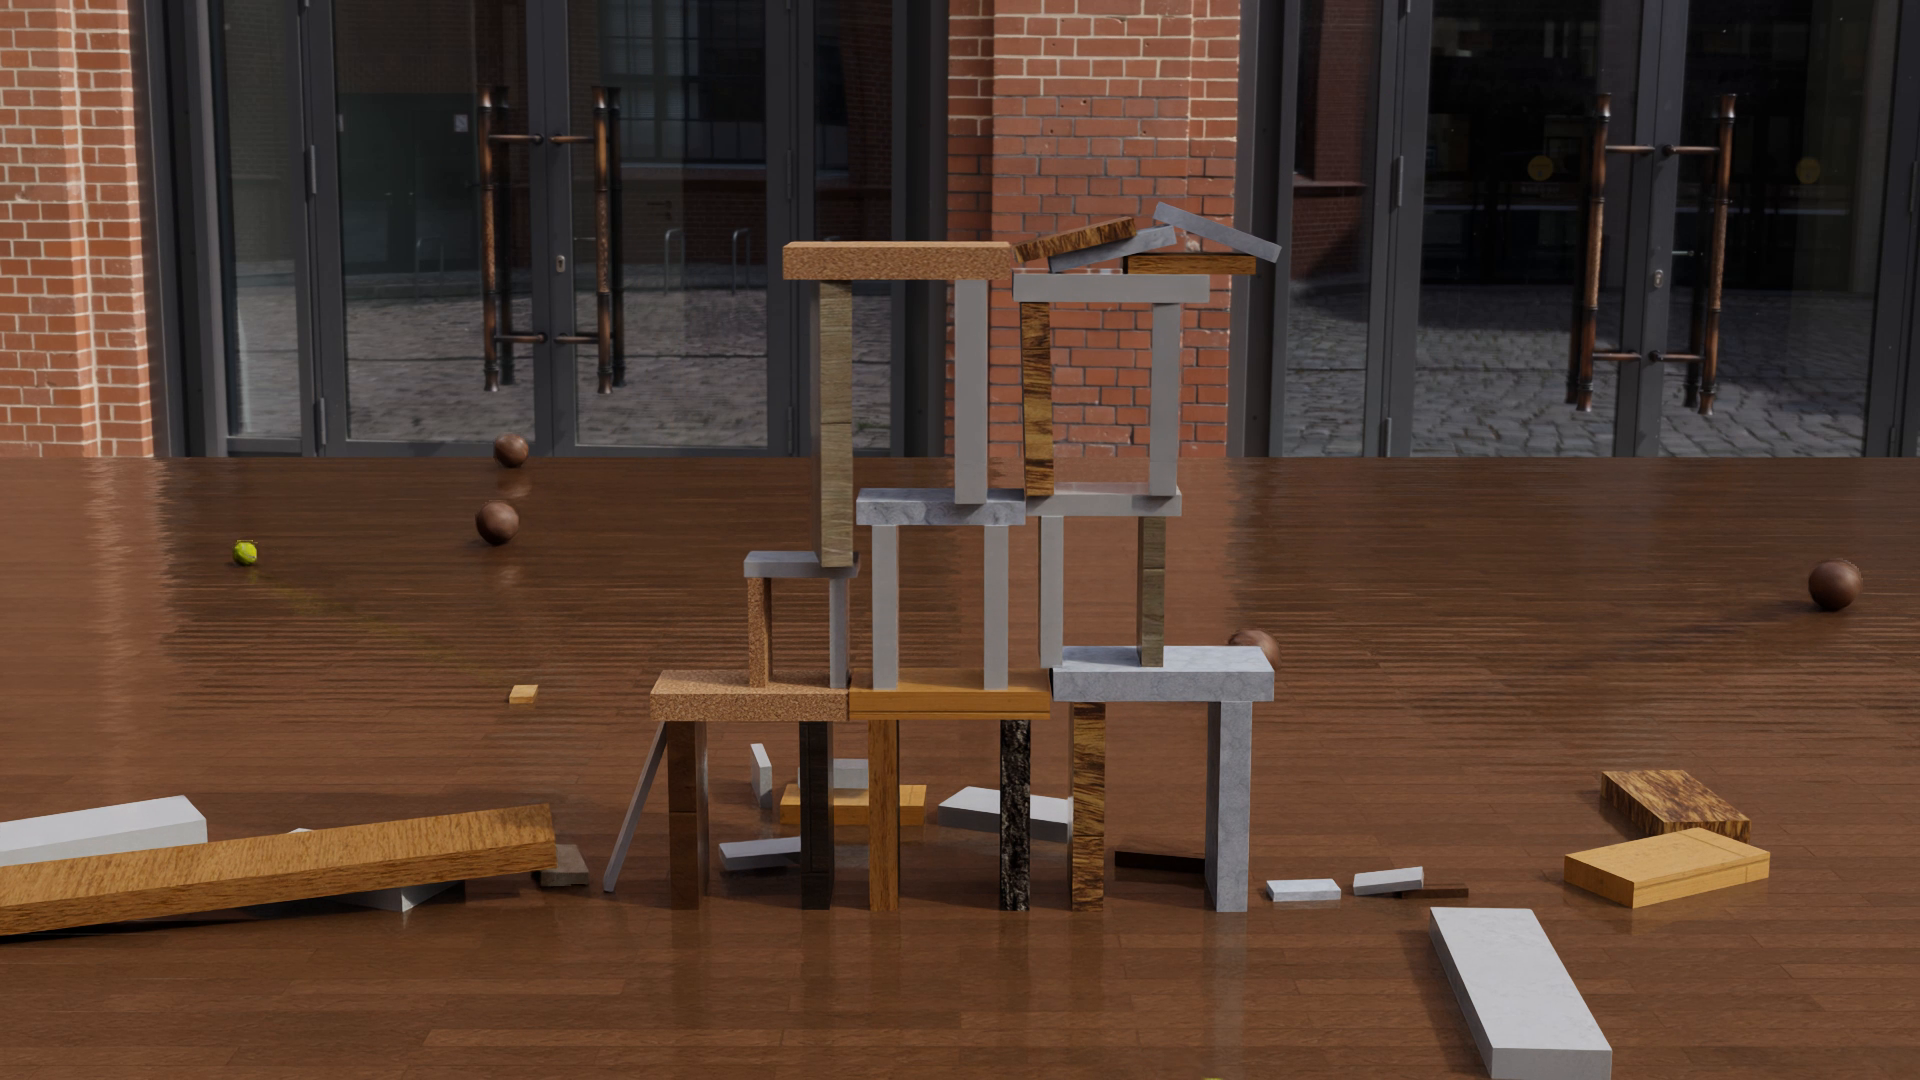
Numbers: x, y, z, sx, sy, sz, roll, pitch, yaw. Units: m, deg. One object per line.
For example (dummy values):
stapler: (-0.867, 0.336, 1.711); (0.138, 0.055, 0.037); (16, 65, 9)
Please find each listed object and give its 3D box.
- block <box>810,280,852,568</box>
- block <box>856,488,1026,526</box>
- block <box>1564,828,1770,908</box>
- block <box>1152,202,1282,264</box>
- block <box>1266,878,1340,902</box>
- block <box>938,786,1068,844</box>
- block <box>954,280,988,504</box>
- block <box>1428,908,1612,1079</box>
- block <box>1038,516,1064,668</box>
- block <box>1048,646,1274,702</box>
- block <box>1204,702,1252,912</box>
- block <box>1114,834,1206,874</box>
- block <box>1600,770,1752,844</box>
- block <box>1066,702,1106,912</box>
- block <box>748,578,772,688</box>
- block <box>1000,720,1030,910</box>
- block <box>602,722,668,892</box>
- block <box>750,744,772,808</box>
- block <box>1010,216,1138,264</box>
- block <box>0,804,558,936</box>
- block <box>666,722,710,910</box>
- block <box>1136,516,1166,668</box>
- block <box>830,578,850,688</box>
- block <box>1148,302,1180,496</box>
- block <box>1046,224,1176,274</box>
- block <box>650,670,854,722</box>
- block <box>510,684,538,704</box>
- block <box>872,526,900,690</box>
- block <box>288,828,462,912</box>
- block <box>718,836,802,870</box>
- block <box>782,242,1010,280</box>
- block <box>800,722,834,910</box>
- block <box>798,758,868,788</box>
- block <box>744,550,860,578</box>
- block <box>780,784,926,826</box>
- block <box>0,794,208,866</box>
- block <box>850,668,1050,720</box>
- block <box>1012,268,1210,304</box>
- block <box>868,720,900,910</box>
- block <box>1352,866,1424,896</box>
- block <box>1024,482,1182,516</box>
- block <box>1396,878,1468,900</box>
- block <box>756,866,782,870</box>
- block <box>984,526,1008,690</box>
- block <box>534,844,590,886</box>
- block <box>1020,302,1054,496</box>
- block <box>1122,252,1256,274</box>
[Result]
block: (-0.207, -0.197, 3.533); (0.050, 0.454, 0.175); (-1, 11, -9)
block: (-0.030, -0.054, 3.550); (0.268, 0.038, 0.134); (0, 11, 0)
block: (1.201, 0.555, 3.737); (0.316, 0.045, 0.158); (-6, 12, -28)
block: (0.409, -0.488, 3.489); (0.199, 0.028, 0.099); (22, 10, 9)
block: (0.572, 0.583, 3.663); (0.113, 0.016, 0.056); (-1, 11, -5)
block: (0.106, 0.503, 4.034); (0.263, 0.037, 0.131); (5, 12, 24)
block: (0.019, -0.245, 3.514); (0.050, 0.351, 0.176); (0, 11, 1)
block: (0.807, 0.653, 3.210); (0.158, 0.045, 0.543); (1, 11, 3)
block: (0.146, 0.073, 3.570); (0.035, 0.247, 0.123); (0, 11, 0)
block: (0.325, 0.218, 3.602); (0.353, 0.050, 0.176); (0, 11, 0)
block: (0.443, 0.416, 3.639); (0.050, 0.353, 0.176); (0, 11, 0)
block: (0.372, 0.547, 3.825); (0.189, 0.027, 0.095); (3, 11, 15)
block: (1.319, 0.493, 4.067); (0.158, 0.045, 0.316); (-1, 11, -4)
block: (0.208, 0.416, 3.639); (0.050, 0.353, 0.176); (0, 11, 0)
block: (-0.326, 0.142, 3.593); (0.026, 0.182, 0.091); (1, 11, 3)
block: (0.091, 0.432, 3.638); (0.046, 0.322, 0.161); (0, 11, 0)
block: (-0.538, 0.436, 3.681); (0.015, 0.313, 0.053); (19, 6, -14)
block: (-0.380, 0.450, 4.206); (0.023, 0.080, 0.159); (-2, 11, -11)
block: (0.177, -0.471, 3.449); (0.189, 0.027, 0.094); (-13, 10, 0)
block: (-1.283, 0.551, 3.552); (1.237, 0.049, 0.172); (-5, 15, -13)
block: (-0.449, 0.433, 3.641); (0.045, 0.319, 0.159); (0, 11, 0)
block: (0.310, 0.072, 3.575); (0.035, 0.247, 0.123); (0, 11, 0)
block: (-0.196, 0.143, 3.588); (0.026, 0.182, 0.091); (0, 11, 1)
block: (0.328, -0.233, 3.519); (0.043, 0.304, 0.152); (1, 11, 5)
block: (0.237, -0.461, 3.474); (0.199, 0.028, 0.099); (-13, 10, 2)
block: (-0.338, 0.254, 3.608); (0.319, 0.045, 0.159); (0, 11, 0)
block: (-0.980, 0.346, 4.941); (0.053, 0.015, 0.105); (-1, 11, -5)
block: (-0.120, 0.097, 3.575); (0.038, 0.268, 0.134); (0, 11, 0)
block: (-1.034, 0.556, 3.720); (0.344, 0.049, 0.172); (4, 11, 22)
block: (-0.331, 0.540, 3.794); (0.159, 0.023, 0.080); (-3, 11, -15)
block: (-0.097, -0.443, 3.480); (0.351, 0.050, 0.176); (0, 11, 0)
block: (-0.236, 0.433, 3.642); (0.045, 0.319, 0.159); (0, 11, 0)
block: (-0.222, 0.444, 4.192); (0.131, 0.037, 0.263); (0, -2, 5)
block: (-0.255, 0.039, 3.573); (0.182, 0.026, 0.091); (0, 11, 1)
block: (-0.197, 0.492, 4.093); (0.263, 0.037, 0.131); (0, 11, 2)
block: (-1.531, 0.523, 3.894); (0.344, 0.049, 0.172); (-6, 12, -31)
block: (-0.016, 0.251, 3.605); (0.322, 0.046, 0.161); (0, 11, 0)
block: (0.236, -0.404, 3.485); (0.304, 0.043, 0.152); (0, 11, 0)
block: (-0.125, 0.432, 3.638); (0.046, 0.322, 0.161); (0, 11, 0)
block: (0.715, 0.569, 3.668); (0.113, 0.016, 0.056); (-9, 12, 16)
block: (0.229, -0.066, 3.551); (0.247, 0.035, 0.123); (0, 11, 1)
block: (0.786, 0.581, 3.672); (0.112, 0.016, 0.056); (-1, 11, -4)
block: (-0.339, 0.550, 3.845); (0.053, 0.015, 0.105); (-3, 11, -15)
block: (0.058, 0.097, 3.574); (0.038, 0.268, 0.134); (0, 11, 0)
block: (-0.689, 0.556, 3.770); (0.080, 0.023, 0.159); (2, 9, -19)
block: (0.122, -0.234, 3.521); (0.043, 0.304, 0.152); (-2, 11, 1)
block: (0.360, -0.436, 3.469); (0.199, 0.028, 0.099); (0, 11, -1)
